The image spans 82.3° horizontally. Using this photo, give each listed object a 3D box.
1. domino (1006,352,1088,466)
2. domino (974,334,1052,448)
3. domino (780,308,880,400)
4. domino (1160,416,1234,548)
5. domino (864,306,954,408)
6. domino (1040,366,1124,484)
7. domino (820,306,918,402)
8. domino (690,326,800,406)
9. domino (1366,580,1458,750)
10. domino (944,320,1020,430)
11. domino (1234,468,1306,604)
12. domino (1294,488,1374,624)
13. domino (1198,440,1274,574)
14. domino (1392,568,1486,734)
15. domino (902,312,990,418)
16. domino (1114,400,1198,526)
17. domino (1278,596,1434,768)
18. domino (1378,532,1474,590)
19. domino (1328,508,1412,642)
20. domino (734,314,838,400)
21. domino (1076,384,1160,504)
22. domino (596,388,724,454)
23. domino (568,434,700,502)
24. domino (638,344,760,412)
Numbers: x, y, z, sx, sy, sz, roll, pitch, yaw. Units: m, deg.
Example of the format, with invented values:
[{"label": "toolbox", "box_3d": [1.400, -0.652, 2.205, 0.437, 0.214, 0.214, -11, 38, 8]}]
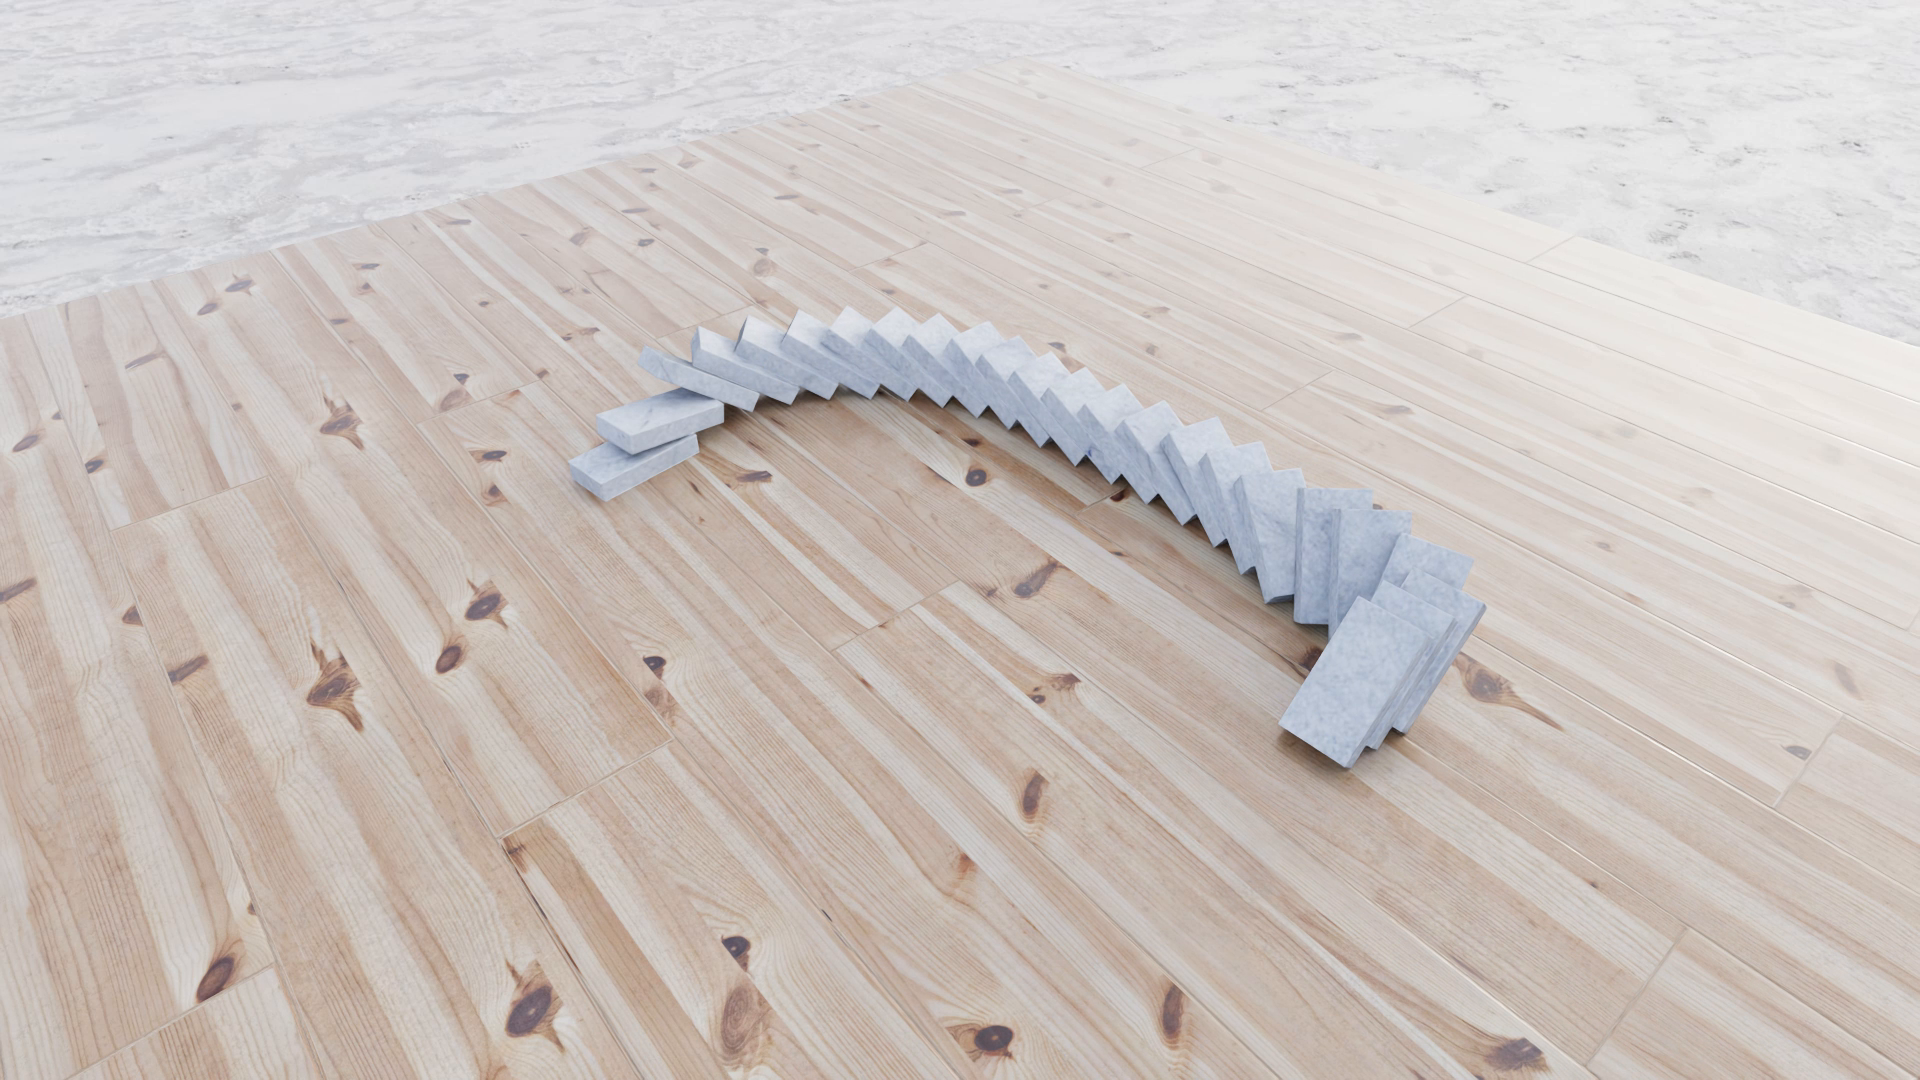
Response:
[{"label": "domino", "box_3d": [0.047, -0.060, 0.498, 0.025, 0.010, 0.050, -32, 78, -33]}, {"label": "domino", "box_3d": [0.032, -0.069, 0.509, 0.025, 0.009, 0.050, -32, 79, -33]}, {"label": "domino", "box_3d": [-0.061, -0.090, 0.535, 0.050, 0.010, 0.025, 28, 38, -14]}, {"label": "domino", "box_3d": [0.106, -0.024, 0.454, 0.025, 0.009, 0.050, -18, 74, -21]}, {"label": "domino", "box_3d": [-0.020, -0.089, 0.533, 0.050, 0.010, 0.025, 40, 46, -1]}, {"label": "domino", "box_3d": [0.061, -0.051, 0.488, 0.025, 0.010, 0.050, -32, 78, -33]}, {"label": "domino", "box_3d": [-0.040, -0.091, 0.535, 0.050, 0.010, 0.025, 33, 41, -9]}, {"label": "domino", "box_3d": [-0.102, -0.083, 0.524, 0.050, 0.009, 0.025, 20, 27, -28]}, {"label": "domino", "box_3d": [0.140, 0.042, 0.367, 0.025, 0.050, 0.009, 34, 6, 34]}, {"label": "domino", "box_3d": [0.018, -0.078, 0.520, 0.025, 0.009, 0.050, -31, 78, -34]}, {"label": "domino", "box_3d": [0.125, -0.002, 0.426, 0.025, 0.010, 0.050, -7, 71, -9]}, {"label": "domino", "box_3d": [0.138, 0.006, 0.408, 0.025, 0.050, 0.009, 1, 1, 1]}, {"label": "domino", "box_3d": [0.117, -0.013, 0.440, 0.025, 0.009, 0.050, -12, 72, -14]}, {"label": "domino", "box_3d": [0.152, 0.037, 0.372, 0.025, 0.050, 0.009, 34, 6, 34]}, {"label": "domino", "box_3d": [-0.001, -0.084, 0.527, 0.050, 0.010, 0.025, 44, 49, 2]}, {"label": "domino", "box_3d": [0.090, -0.033, 0.466, 0.025, 0.010, 0.050, -26, 75, -28]}, {"label": "domino", "box_3d": [0.129, 0.046, 0.361, 0.025, 0.050, 0.010, 34, 6, 34]}, {"label": "domino", "box_3d": [0.157, 0.025, 0.385, 0.025, 0.050, 0.010, 23, 2, 20]}, {"label": "domino", "box_3d": [0.148, 0.014, 0.398, 0.025, 0.050, 0.010, 2, 1, 2]}, {"label": "domino", "box_3d": [-0.083, -0.088, 0.531, 0.050, 0.009, 0.025, 25, 32, -20]}, {"label": "domino", "box_3d": [0.076, -0.042, 0.477, 0.025, 0.010, 0.050, -30, 76, -31]}, {"label": "domino", "box_3d": [-0.134, -0.055, 0.493, 0.025, 0.010, 0.050, 29, 38, 30]}, {"label": "domino", "box_3d": [-0.144, -0.037, 0.489, 0.025, 0.009, 0.050, 30, 48, 31]}, {"label": "domino", "box_3d": [-0.121, -0.074, 0.509, 0.050, 0.009, 0.025, 17, 11, -42]}]
